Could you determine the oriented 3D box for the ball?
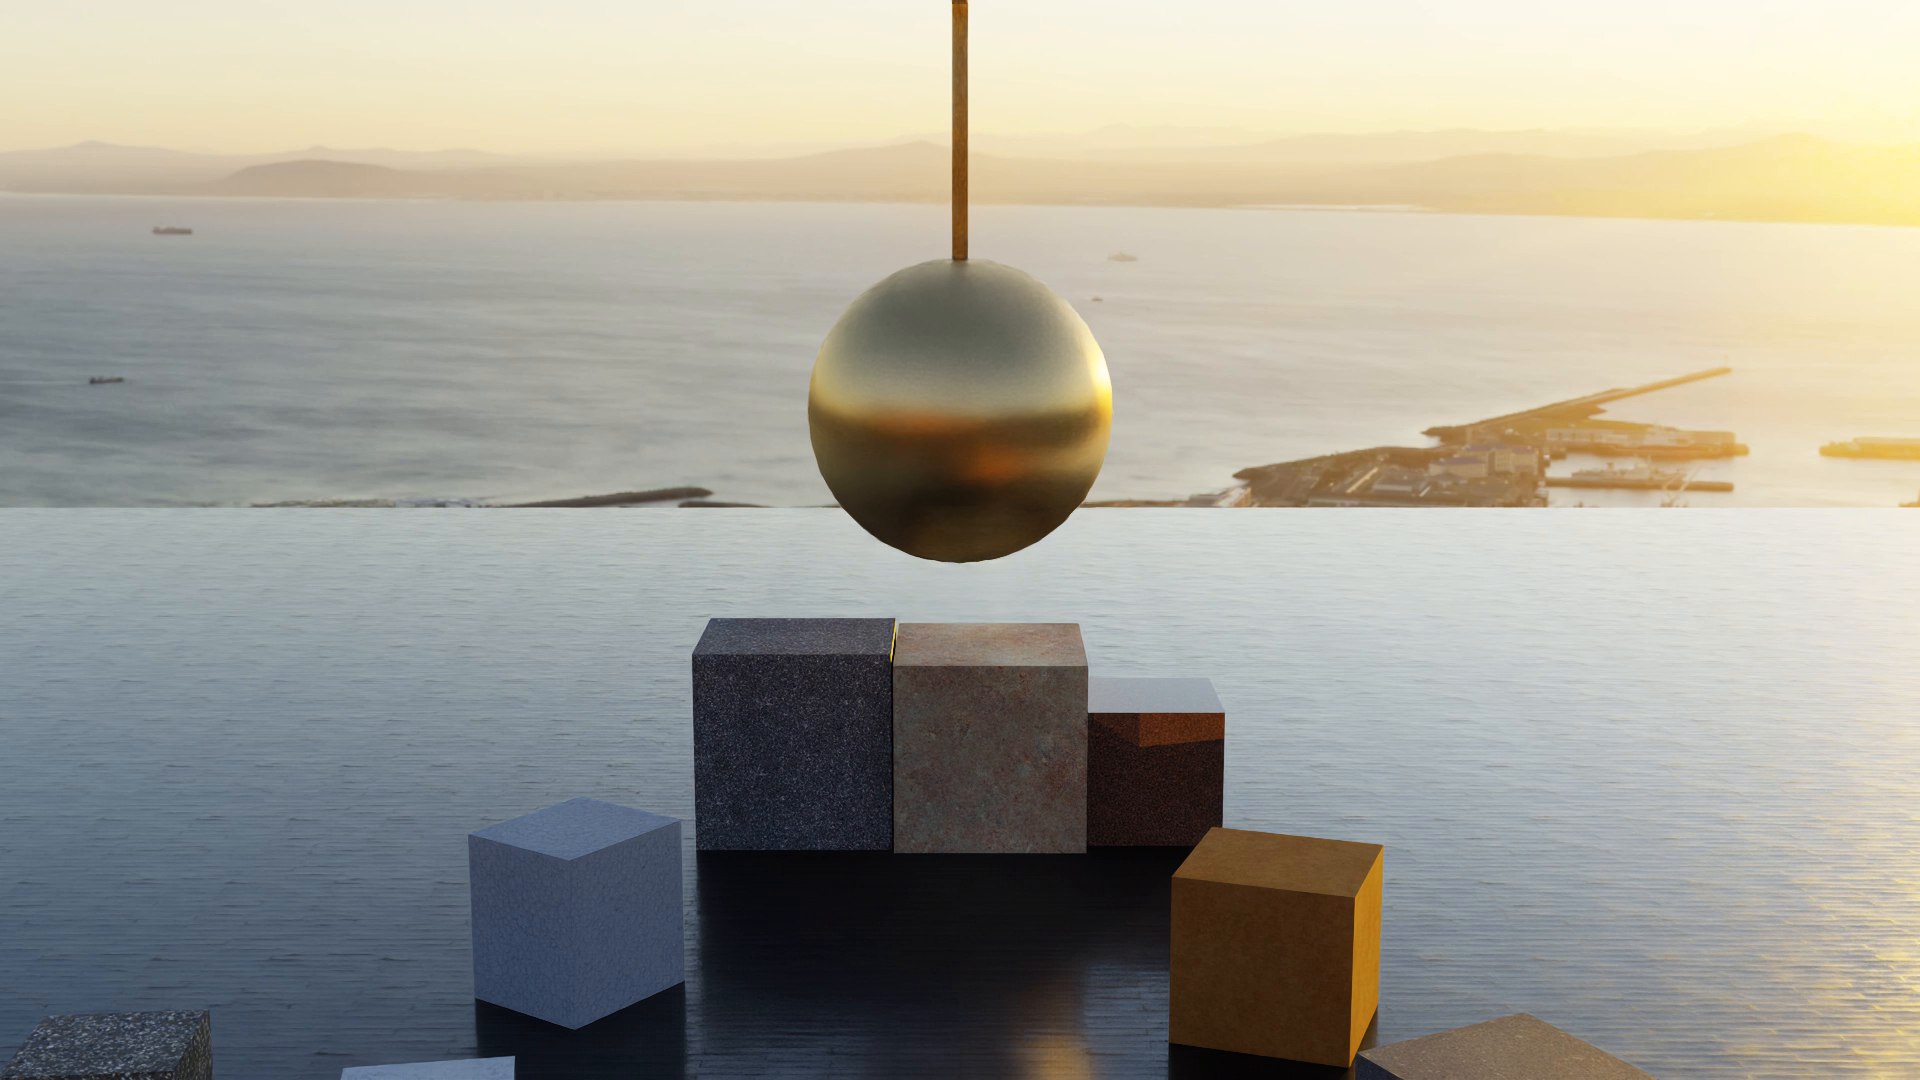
[{"bbox_3d":[0.000,-0.678,11.524,1.600,1.600,1.600,0,10,0],"label":"ball"}]

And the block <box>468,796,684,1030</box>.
[{"bbox_3d":[-1.589,1.534,9.153,0.581,0.707,0.646,7,13,35],"label":"block"}]

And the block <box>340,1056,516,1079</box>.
[{"bbox_3d":[-1.705,2.024,7.045,0.553,0.497,0.581,-2,10,-10],"label":"block"}]

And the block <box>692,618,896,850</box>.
[{"bbox_3d":[-0.831,0.984,11.344,0.982,1.005,0.843,0,10,0],"label":"block"}]

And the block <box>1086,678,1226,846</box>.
[{"bbox_3d":[0.981,1.136,11.383,0.682,0.692,0.722,0,10,0],"label":"block"}]

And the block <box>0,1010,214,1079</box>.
[{"bbox_3d":[-2.874,1.943,7.452,0.555,0.510,0.521,-1,10,-6],"label":"block"}]

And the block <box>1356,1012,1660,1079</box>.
[{"bbox_3d":[1.705,1.965,6.931,0.700,0.655,0.598,-5,12,-27],"label":"block"}]

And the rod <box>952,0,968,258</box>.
[{"bbox_3d":[0.000,-3.967,10.662,0.080,5.200,0.080,0,15,0],"label":"rod"}]

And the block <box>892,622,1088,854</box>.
[{"bbox_3d":[0.152,1.003,11.368,0.960,0.959,0.978,0,10,0],"label":"block"}]

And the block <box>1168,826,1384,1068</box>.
[{"bbox_3d":[1.272,1.610,8.800,0.712,0.684,0.672,4,11,19],"label":"block"}]
